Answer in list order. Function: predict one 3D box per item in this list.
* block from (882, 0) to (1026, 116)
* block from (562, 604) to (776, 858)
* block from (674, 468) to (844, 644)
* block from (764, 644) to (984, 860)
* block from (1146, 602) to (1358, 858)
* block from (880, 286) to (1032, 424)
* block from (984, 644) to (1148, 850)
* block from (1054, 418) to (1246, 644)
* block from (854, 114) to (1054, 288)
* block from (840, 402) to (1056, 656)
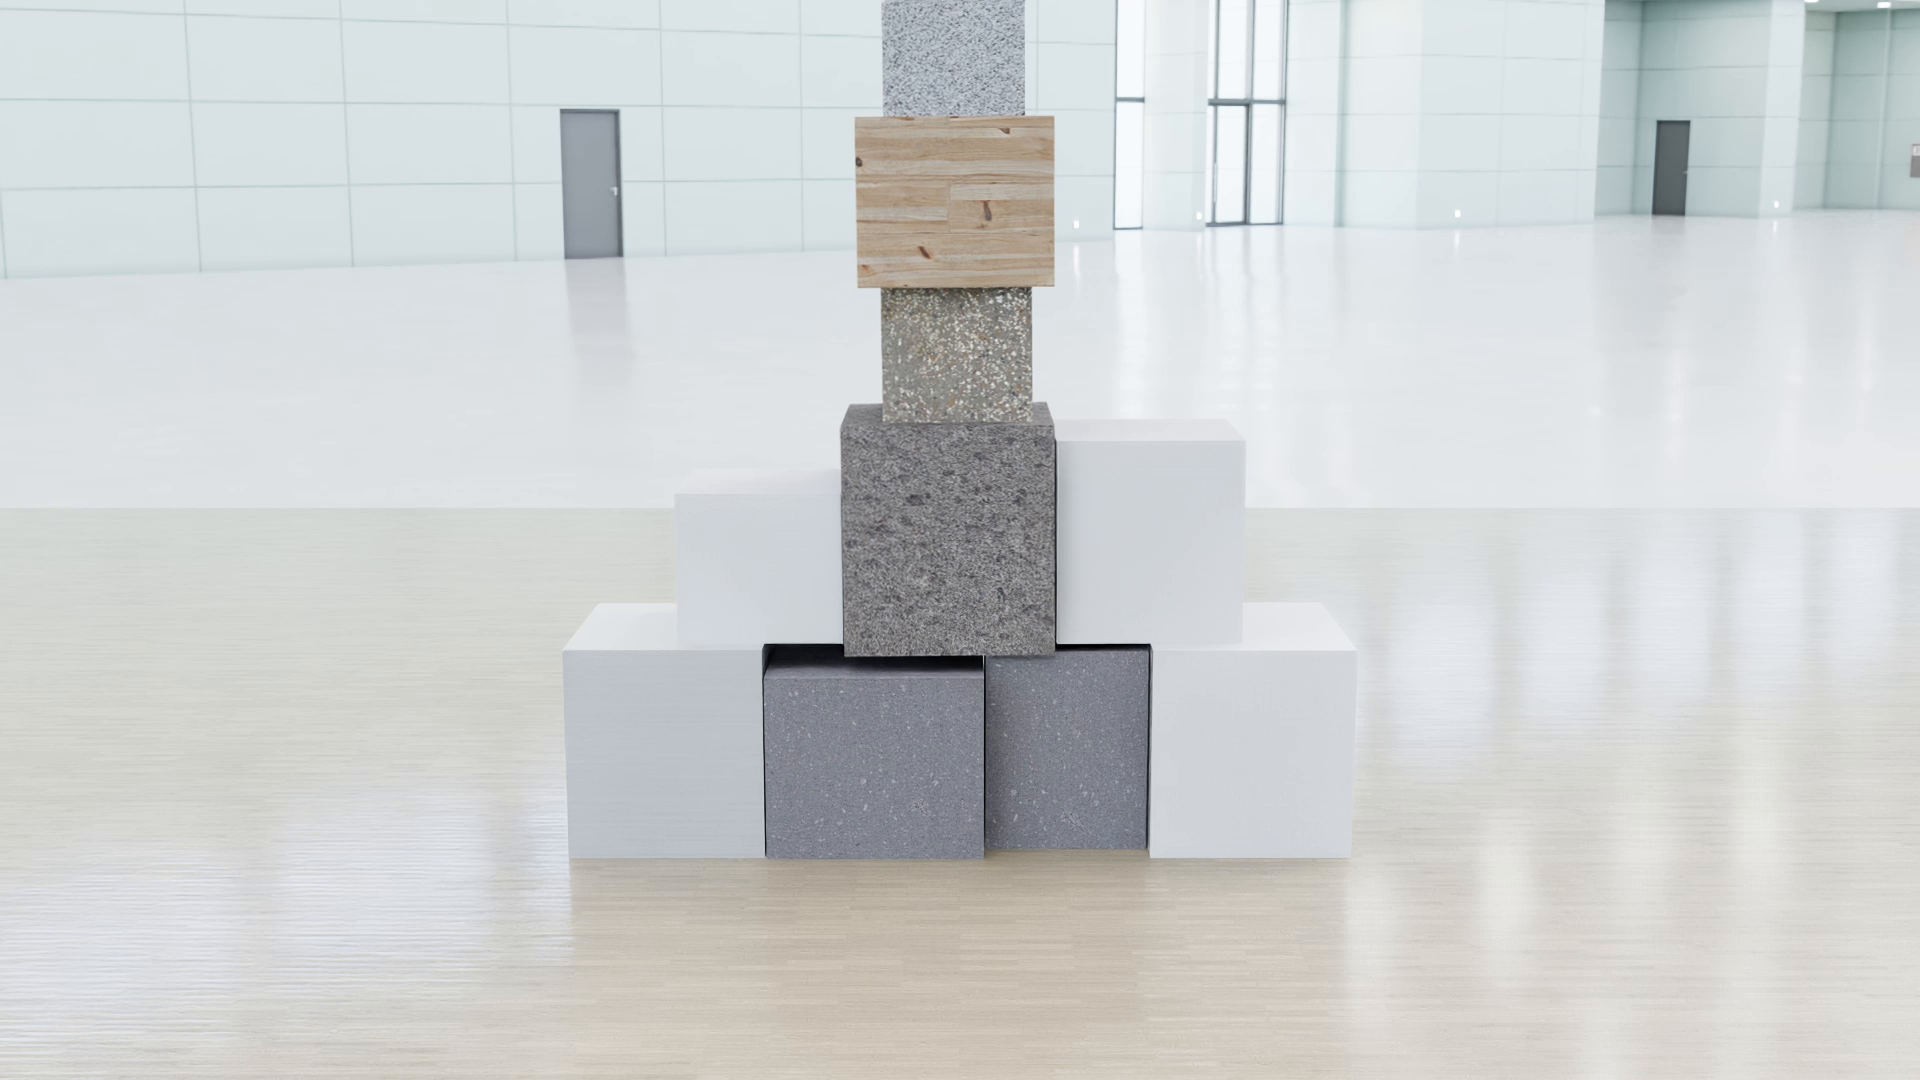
[{"bbox_3d":[-0.030,-2.397,10.749,0.676,0.648,0.753,-1,10,0],"label":"block"},{"bbox_3d":[-1.453,0.957,11.348,0.972,1.056,1.102,0,10,0],"label":"block"},{"bbox_3d":[-0.985,0.067,11.200,0.817,0.748,0.836,0,10,0],"label":"block"},{"bbox_3d":[-0.420,1.024,11.361,1.073,0.920,1.148,0,10,0],"label":"block"},{"bbox_3d":[1.440,0.956,11.360,0.996,1.055,1.130,0,10,0],"label":"block"},{"bbox_3d":[-0.015,-0.962,11.009,0.730,0.663,0.703,-1,10,0],"label":"block"},{"bbox_3d":[0.530,0.975,11.369,0.805,1.014,0.873,0,10,0],"label":"block"},{"bbox_3d":[0.933,-0.062,11.187,0.917,1.009,0.851,0,10,0],"label":"block"},{"bbox_3d":[-0.023,-1.680,10.857,0.942,0.803,0.894,-1,10,0],"label":"block"},{"bbox_3d":[-0.056,-0.077,11.163,1.033,1.134,0.966,-1,10,0],"label":"block"}]
